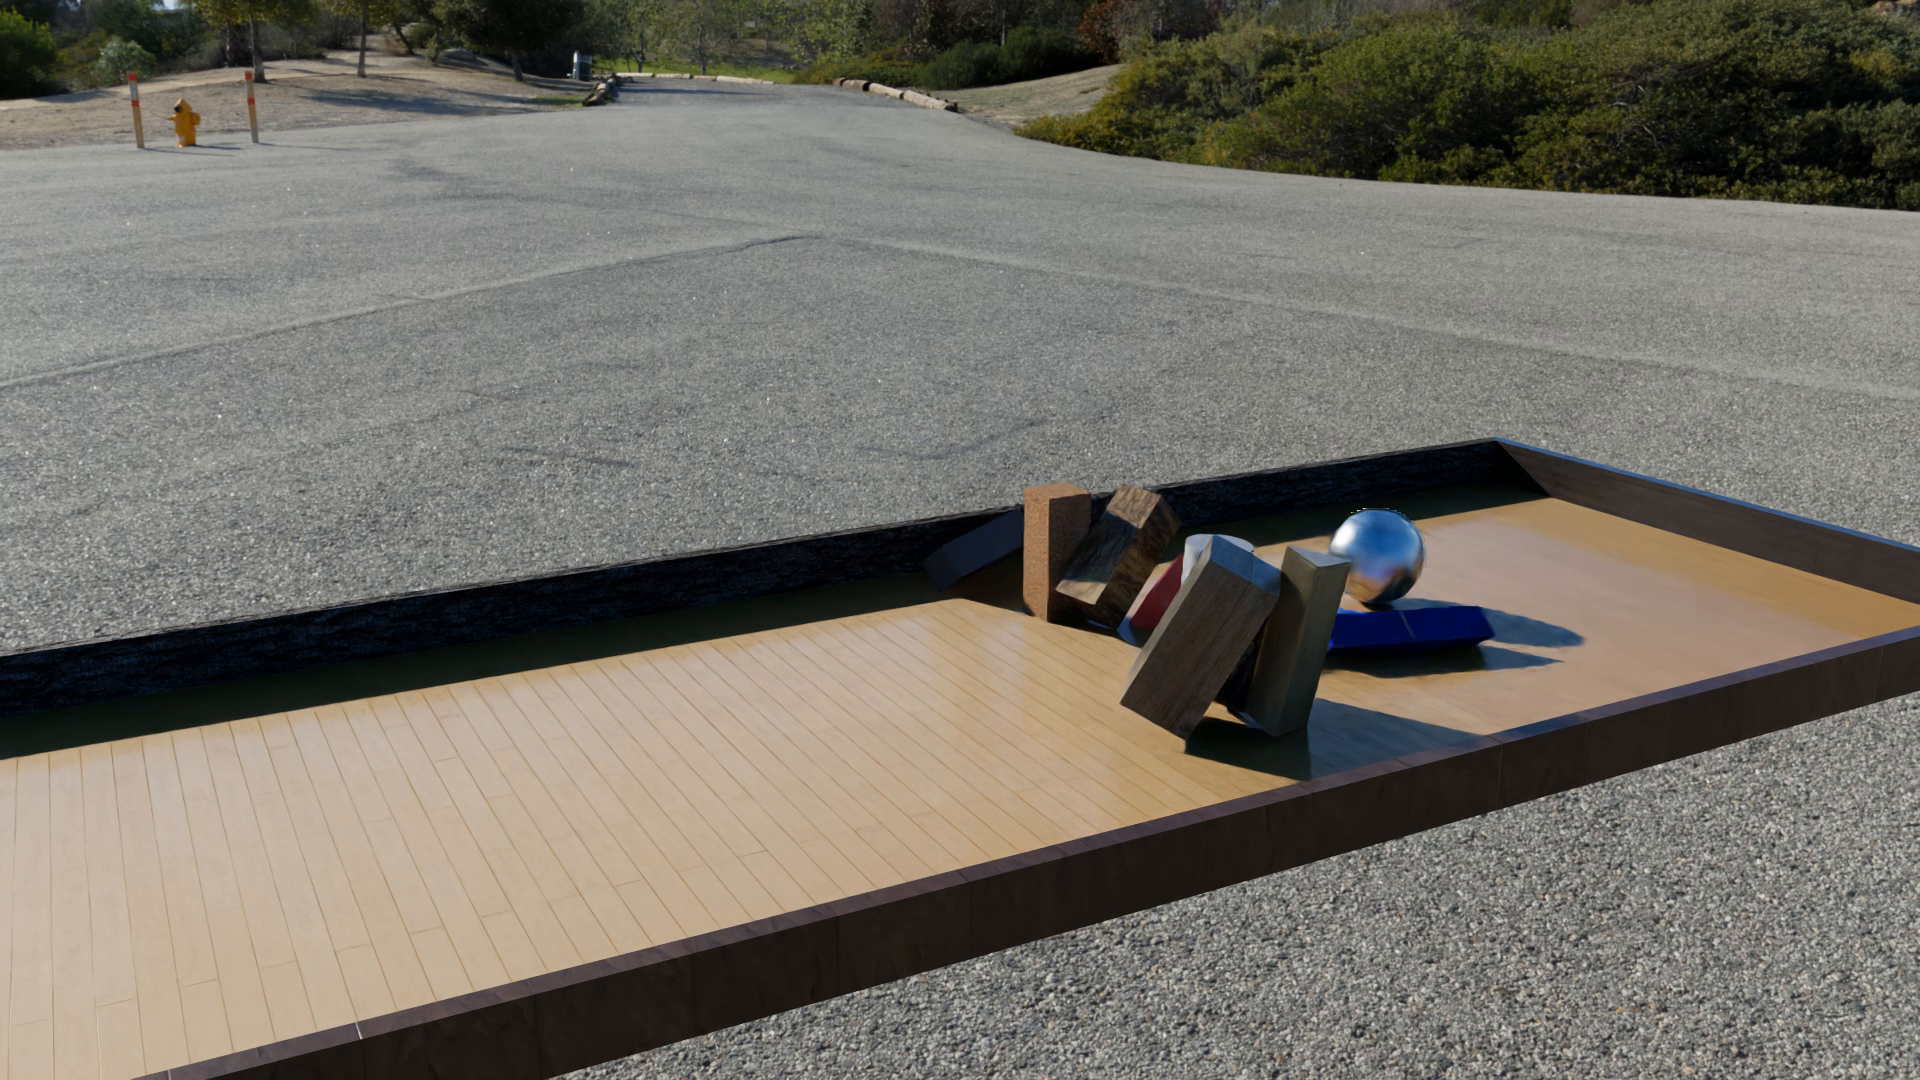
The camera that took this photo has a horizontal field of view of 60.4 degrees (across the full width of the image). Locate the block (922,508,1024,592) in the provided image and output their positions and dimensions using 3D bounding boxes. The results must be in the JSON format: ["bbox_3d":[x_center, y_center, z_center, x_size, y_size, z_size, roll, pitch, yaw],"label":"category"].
[{"bbox_3d":[0.060,0.028,4.929,0.373,0.107,0.107,-27,-7,-46],"label":"block"}]

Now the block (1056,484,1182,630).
[{"bbox_3d":[0.440,0.044,4.552,0.142,0.362,0.142,21,-18,42],"label":"block"}]

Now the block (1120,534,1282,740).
[{"bbox_3d":[0.552,0.223,3.788,0.176,0.412,0.176,29,22,1],"label":"block"}]

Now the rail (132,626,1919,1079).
[{"bbox_3d":[-2.336,1.006,1.665,12.000,0.150,0.050,-9,18,-27],"label":"rail"}]

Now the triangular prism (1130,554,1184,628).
[{"bbox_3d":[0.588,0.137,4.688,0.123,0.106,0.381,5,17,19],"label":"triangular prism"}]

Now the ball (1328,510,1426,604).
[{"bbox_3d":[1.188,0.048,4.711,0.270,0.270,0.270,0,16,0],"label":"ball"}]

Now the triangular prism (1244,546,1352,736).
[{"bbox_3d":[0.757,0.227,3.799,0.127,0.413,0.147,24,20,37],"label":"triangular prism"}]

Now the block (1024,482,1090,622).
[{"bbox_3d":[0.270,0.033,4.609,0.133,0.355,0.133,-9,19,-27],"label":"block"}]

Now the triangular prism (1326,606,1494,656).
[{"bbox_3d":[1.164,0.230,4.326,0.451,0.093,0.108,-3,-16,-11],"label":"triangular prism"}]

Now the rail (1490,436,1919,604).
[{"bbox_3d":[2.466,-0.048,5.253,0.050,0.150,2.100,-9,18,-27],"label":"rail"}]

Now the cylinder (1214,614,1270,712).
[{"bbox_3d":[0.701,0.250,3.950,0.111,0.312,0.111,27,-10,5],"label":"cylinder"}]

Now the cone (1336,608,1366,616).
[{"bbox_3d":[1.112,0.227,4.489,0.333,0.106,0.106,0,13,-40],"label":"cone"}]

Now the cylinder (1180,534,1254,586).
[{"bbox_3d":[0.620,0.183,4.066,0.166,0.365,0.166,4,17,-1],"label":"cylinder"}]

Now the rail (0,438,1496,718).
[{"bbox_3d":[-3.305,0.497,3.399,12.000,0.150,0.050,-9,18,-27],"label":"rail"}]
